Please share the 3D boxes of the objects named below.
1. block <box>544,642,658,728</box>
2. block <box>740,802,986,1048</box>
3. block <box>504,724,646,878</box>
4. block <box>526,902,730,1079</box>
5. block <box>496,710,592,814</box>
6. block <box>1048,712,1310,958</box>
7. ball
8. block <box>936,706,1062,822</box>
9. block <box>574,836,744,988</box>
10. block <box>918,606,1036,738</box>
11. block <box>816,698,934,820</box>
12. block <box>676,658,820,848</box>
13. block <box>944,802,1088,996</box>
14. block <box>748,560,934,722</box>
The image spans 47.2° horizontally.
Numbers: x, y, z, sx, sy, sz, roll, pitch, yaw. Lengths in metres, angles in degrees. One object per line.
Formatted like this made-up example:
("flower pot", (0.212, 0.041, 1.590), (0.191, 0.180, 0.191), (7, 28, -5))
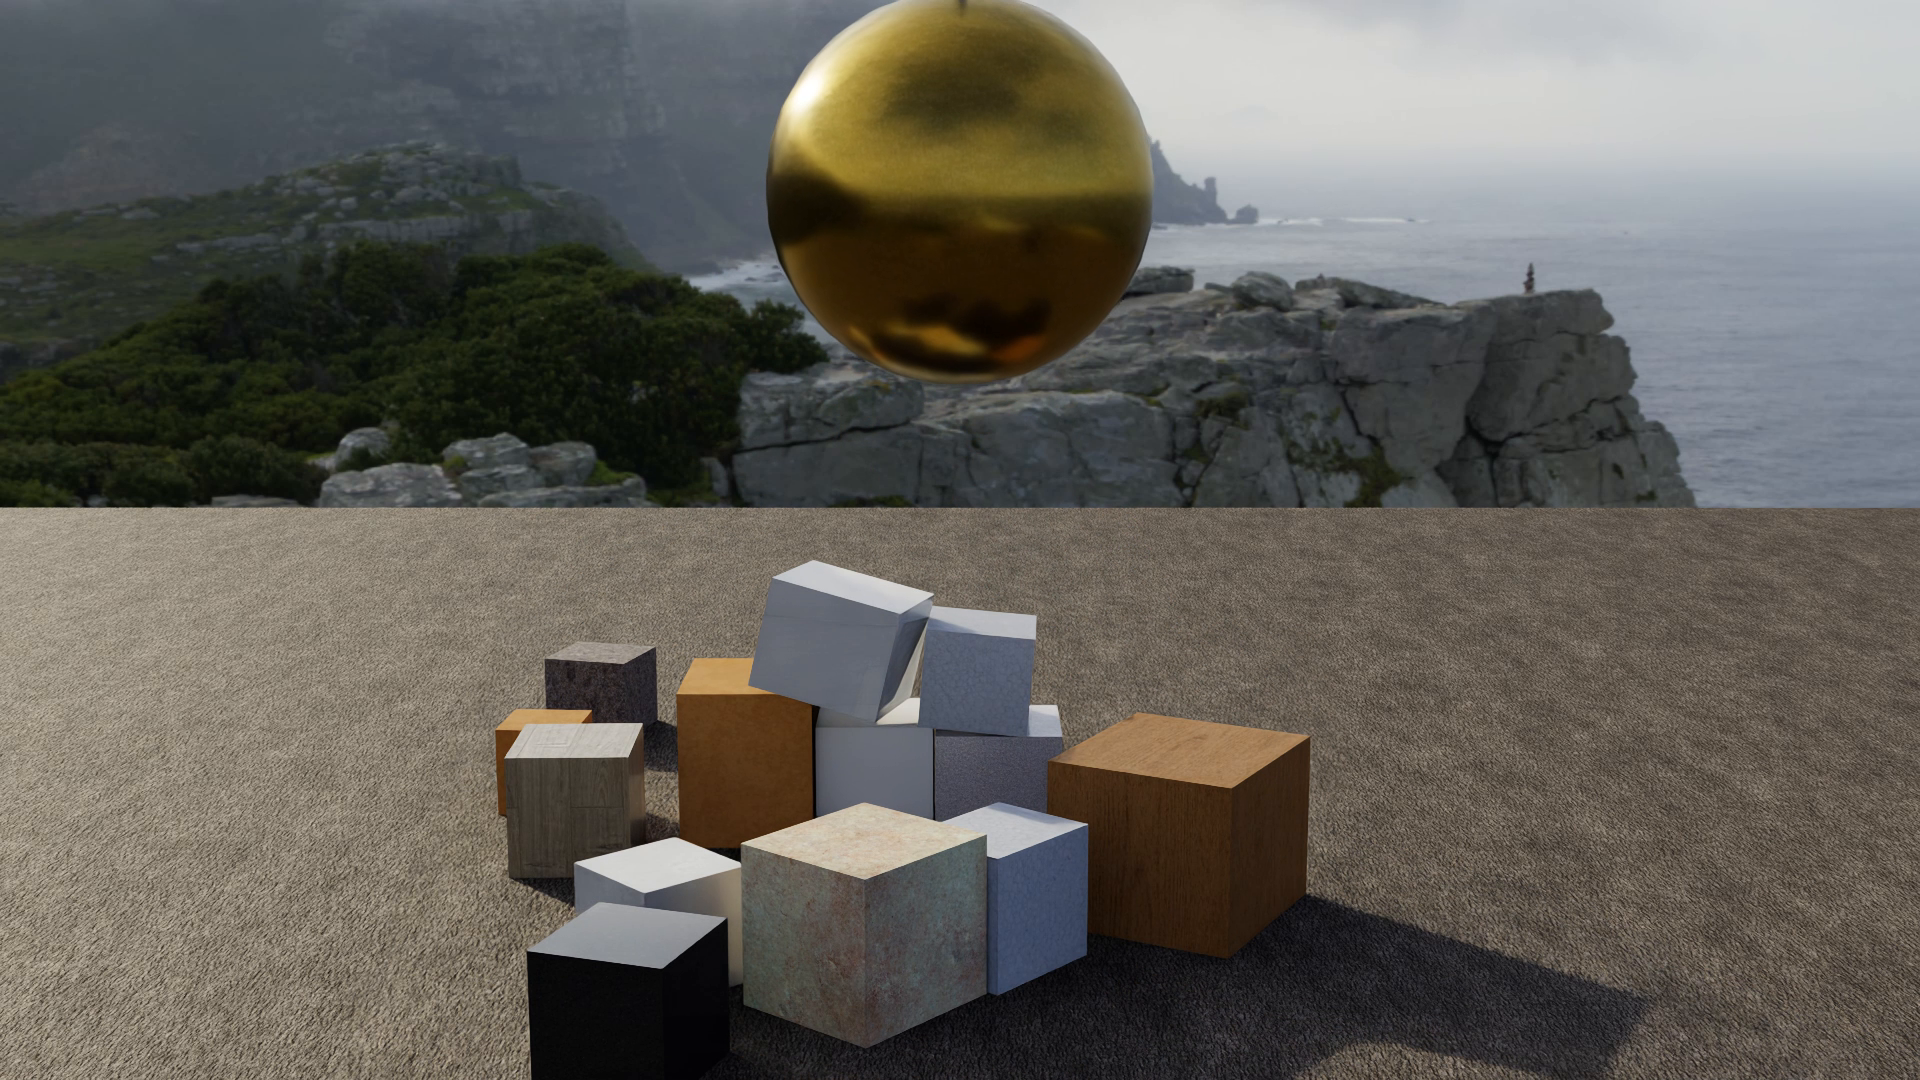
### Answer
("block", (-2.165, 0.905, 13.294), (0.513, 0.463, 0.471), (3, 11, 15))
("block", (-0.390, 1.561, 9.045), (0.687, 0.692, 0.738), (9, 13, 40))
("block", (-1.890, 1.278, 10.866), (0.589, 0.598, 0.626), (0, 10, -2))
("block", (-1.252, 1.759, 8.368), (0.555, 0.545, 0.563), (3, 11, 19))
("block", (-2.213, 1.185, 11.756), (0.419, 0.462, 0.429), (1, 10, 3))
("block", (1.013, 1.328, 10.111), (0.883, 0.769, 0.968), (6, 12, 29))
("ball", (0.000, -1.440, 9.052), (1.600, 1.600, 1.600), (0, 10, 0))
("block", (0.195, 1.204, 11.397), (0.640, 0.554, 0.626), (0, 10, 0))
("block", (-1.257, 1.611, 9.271), (0.515, 0.513, 0.518), (-9, 14, -42))
("block", (0.094, 0.667, 11.264), (0.548, 0.505, 0.561), (5, 10, 2))
("block", (-0.432, 1.182, 11.403), (0.593, 0.594, 0.593), (0, 10, 0))
("block", (-1.073, 1.088, 11.359), (0.670, 0.796, 0.767), (0, 10, 0))
("block", (0.165, 1.532, 9.482), (0.502, 0.593, 0.614), (9, 13, 40))
("block", (-0.585, 0.495, 11.003), (0.665, 0.554, 0.671), (15, 10, 11))
